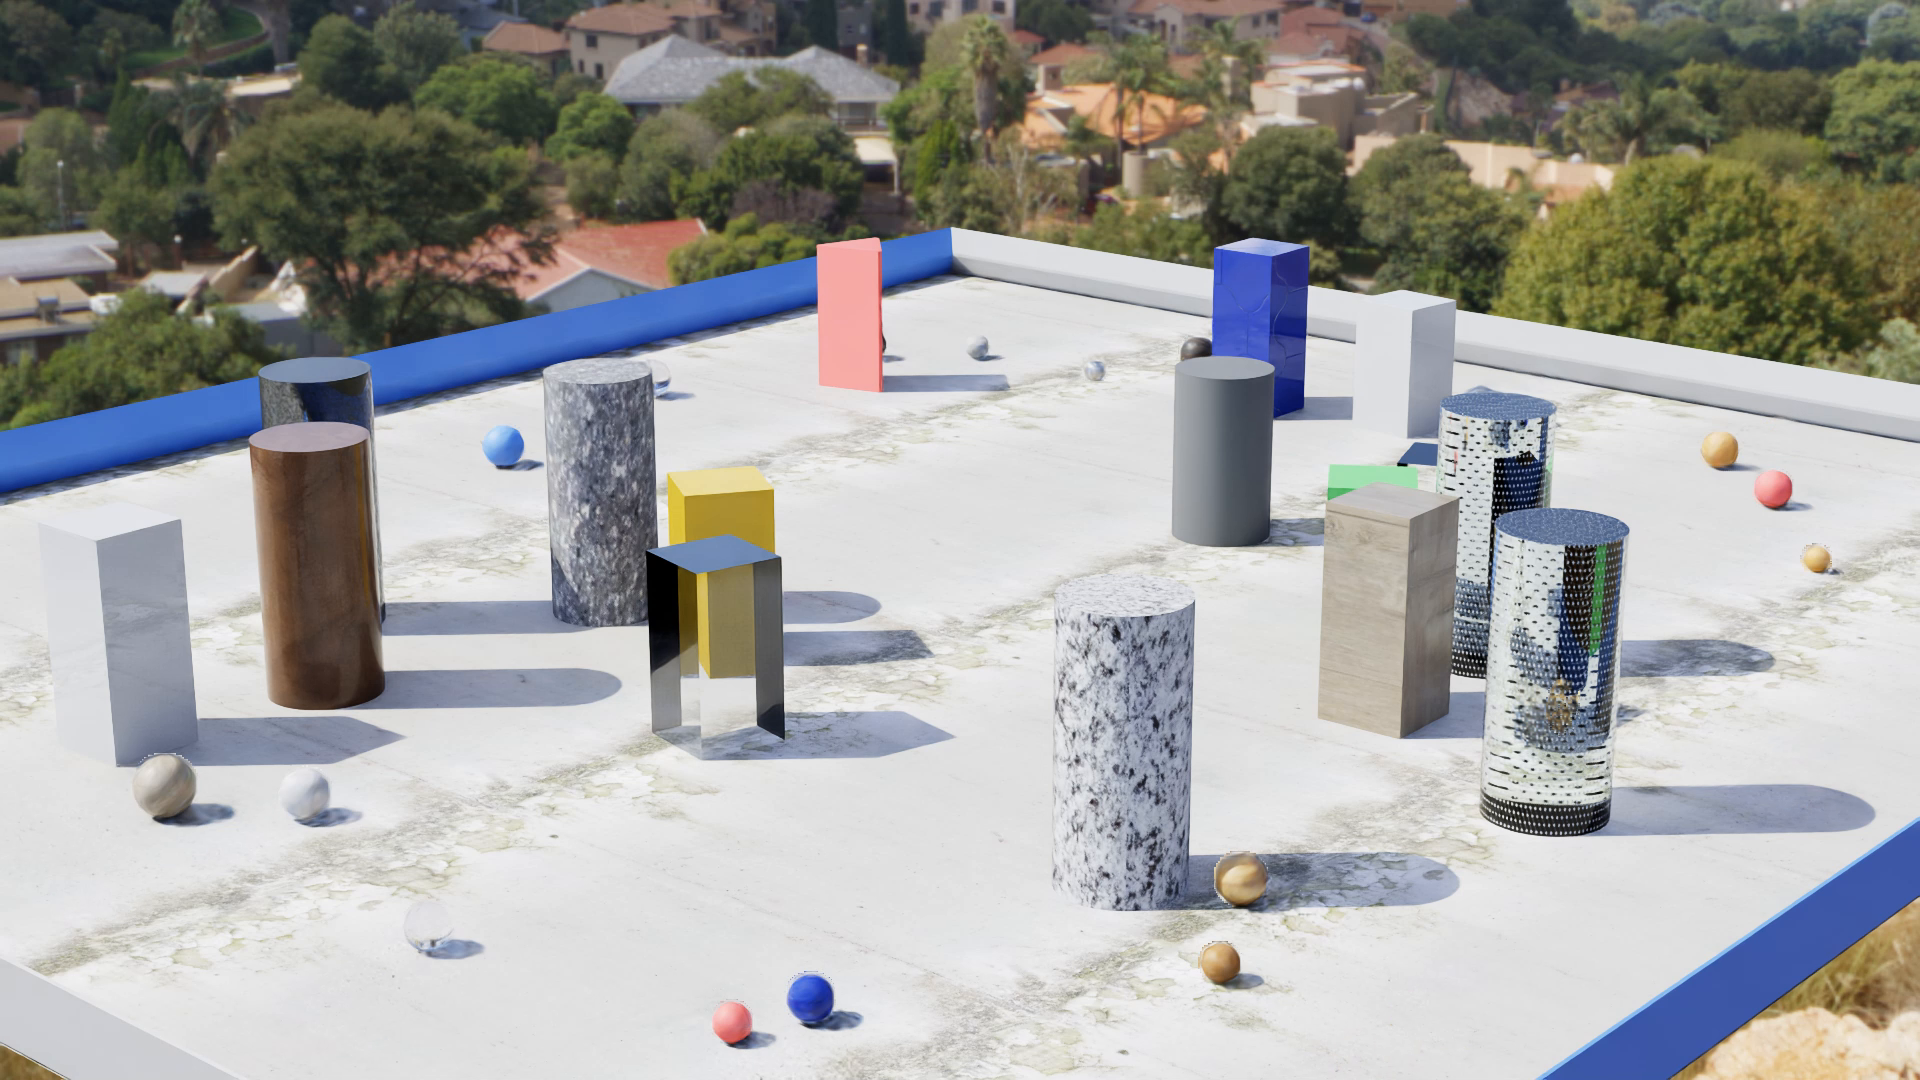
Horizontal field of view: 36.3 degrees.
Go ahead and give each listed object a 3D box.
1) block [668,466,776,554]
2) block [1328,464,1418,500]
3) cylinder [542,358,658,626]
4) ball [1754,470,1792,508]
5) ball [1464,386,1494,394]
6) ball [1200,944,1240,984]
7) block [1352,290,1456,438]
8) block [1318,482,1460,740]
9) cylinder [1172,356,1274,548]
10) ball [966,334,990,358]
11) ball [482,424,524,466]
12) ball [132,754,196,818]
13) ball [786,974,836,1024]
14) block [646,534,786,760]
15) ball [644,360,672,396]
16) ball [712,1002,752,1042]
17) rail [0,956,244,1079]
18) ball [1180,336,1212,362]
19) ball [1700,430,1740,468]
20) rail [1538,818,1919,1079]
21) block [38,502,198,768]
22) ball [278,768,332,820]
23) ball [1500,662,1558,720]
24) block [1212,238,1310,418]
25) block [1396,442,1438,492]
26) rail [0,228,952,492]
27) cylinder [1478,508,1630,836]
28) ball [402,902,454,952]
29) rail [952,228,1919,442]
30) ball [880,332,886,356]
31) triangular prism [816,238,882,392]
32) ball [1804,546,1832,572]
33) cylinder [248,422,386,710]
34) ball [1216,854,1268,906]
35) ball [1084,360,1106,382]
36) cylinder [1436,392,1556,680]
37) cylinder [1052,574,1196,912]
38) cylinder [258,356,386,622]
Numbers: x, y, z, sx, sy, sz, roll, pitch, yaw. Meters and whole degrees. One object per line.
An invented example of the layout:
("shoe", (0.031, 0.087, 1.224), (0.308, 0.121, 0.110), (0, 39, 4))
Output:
("block", (-0.389, 0.042, 4.789), (0.146, 0.289, 0.146), (-5, 17, -15))
("block", (0.685, 0.022, 4.899), (0.146, 0.264, 0.146), (2, 17, 8))
("cylinder", (-0.606, -0.081, 4.970), (0.183, 0.422, 0.183), (0, 17, 0))
("ball", (1.562, -0.099, 5.630), (0.072, 0.072, 0.072), (0, 17, 0))
("ball", (1.099, -0.280, 6.195), (0.091, 0.091, 0.091), (0, 17, 0))
("ball", (0.322, 0.522, 3.619), (0.049, 0.049, 0.049), (0, 17, 0))
("block", (0.937, -0.372, 6.184), (0.146, 0.274, 0.146), (-15, 22, -41))
("block", (0.654, 0.105, 4.480), (0.146, 0.348, 0.146), (13, 21, 37))
("cylinder", (0.486, -0.164, 5.424), (0.183, 0.317, 0.183), (0, 17, 0))
("ball", (0.041, -0.449, 6.815), (0.056, 0.056, 0.056), (0, 17, 0))
("ball", (-0.920, -0.190, 5.911), (0.084, 0.084, 0.084), (0, 17, 0))
("ball", (-1.120, 0.347, 4.130), (0.088, 0.088, 0.088), (0, 17, 0))
("ball", (-0.179, 0.549, 3.513), (0.058, 0.058, 0.058), (0, 17, 0))
("block", (-0.366, 0.159, 4.402), (0.146, 0.290, 0.146), (-12, 20, -34))
("ball", (-0.677, -0.357, 6.465), (0.082, 0.082, 0.082), (0, 17, 0))
("ball", (-0.269, 0.570, 3.464), (0.048, 0.048, 0.048), (0, 17, 0))
("rail", (-1.339, 0.477, 3.646), (3.649, 0.119, 0.045), (14, 22, 39))
("ball", (0.541, -0.421, 6.673), (0.084, 0.084, 0.084), (0, 17, 0))
("ball", (1.530, -0.183, 5.902), (0.075, 0.075, 0.075), (0, 17, 0))
("rail", (1.360, 0.372, 3.991), (0.045, 0.119, 4.131), (14, 22, 39))
("block", (-1.252, 0.138, 4.368), (0.146, 0.350, 0.146), (14, 22, 38))
("ball", (-0.921, 0.357, 4.124), (0.072, 0.072, 0.072), (0, 17, 0))
("ball", (0.876, 0.231, 4.512), (0.088, 0.088, 0.088), (0, 17, 0))
("block", (0.645, -0.455, 6.316), (0.146, 0.357, 0.146), (13, 21, 37))
("block", (0.840, -0.026, 5.085), (0.146, 0.248, 0.146), (6, 18, 19))
("rail", (-1.360, -0.312, 6.251), (0.045, 0.119, 4.131), (14, 22, 39))
("cylinder", (0.828, 0.183, 4.093), (0.183, 0.423, 0.183), (0, 17, 0))
("ball", (-0.672, 0.489, 3.705), (0.063, 0.063, 0.063), (0, 17, 0))
("rail", (1.339, -0.417, 6.597), (3.649, 0.119, 0.045), (14, 22, 39))
("ball", (-0.207, -0.454, 6.804), (0.071, 0.071, 0.071), (0, 17, 0))
("triangular prism", (-0.216, -0.508, 6.556), (0.158, 0.318, 0.137), (8, 19, 25))
("ball", (1.530, 0.034, 5.232), (0.048, 0.048, 0.048), (0, 17, 0))
("cylinder", (-1.003, 0.039, 4.581), (0.183, 0.416, 0.183), (0, 17, 0))
("ball", (0.369, 0.445, 3.843), (0.068, 0.068, 0.068), (0, 17, 0))
("ball", (0.304, -0.380, 6.599), (0.049, 0.049, 0.049), (0, 17, 0))
("cylinder", (0.854, -0.008, 4.716), (0.183, 0.428, 0.183), (0, 17, 0))
("cylinder", (0.214, 0.264, 3.856), (0.183, 0.405, 0.183), (0, 17, 0))
("cylinder", (-1.068, -0.073, 4.918), (0.183, 0.436, 0.183), (0, 17, 0))
